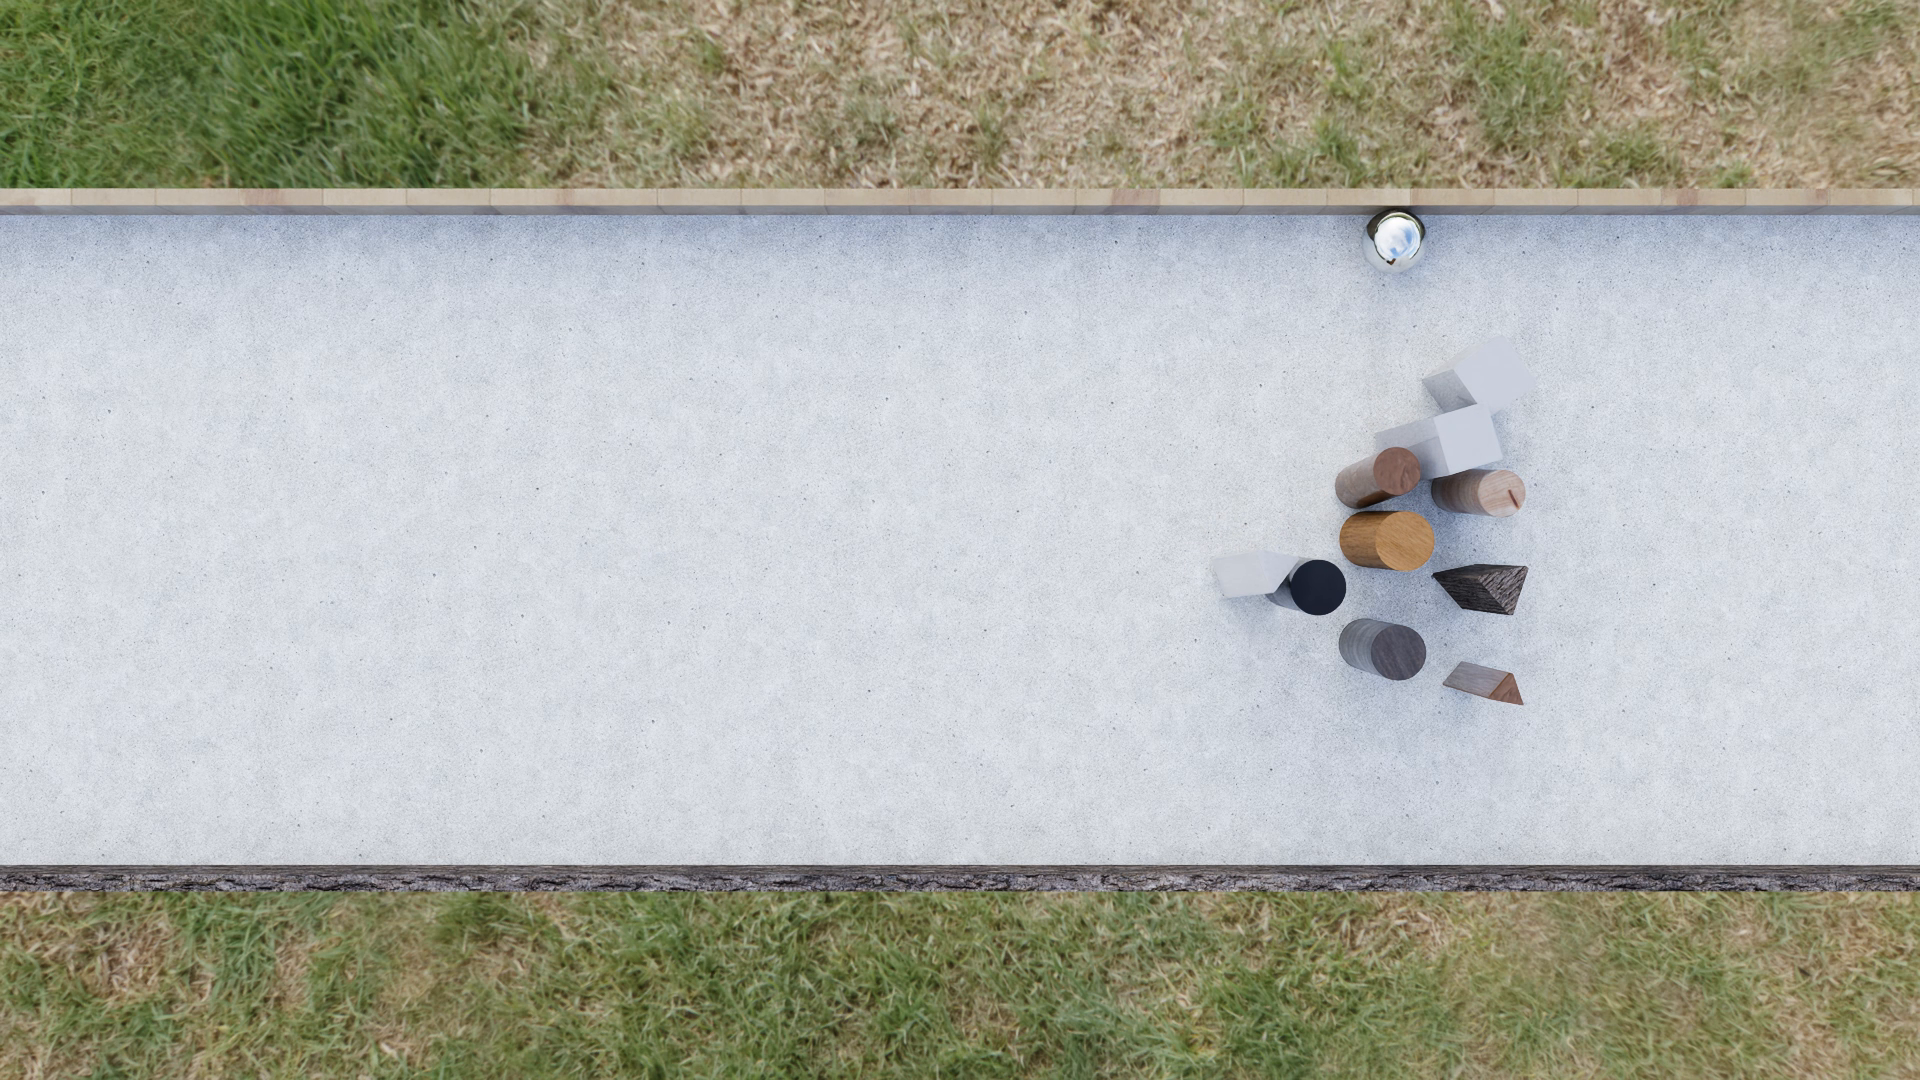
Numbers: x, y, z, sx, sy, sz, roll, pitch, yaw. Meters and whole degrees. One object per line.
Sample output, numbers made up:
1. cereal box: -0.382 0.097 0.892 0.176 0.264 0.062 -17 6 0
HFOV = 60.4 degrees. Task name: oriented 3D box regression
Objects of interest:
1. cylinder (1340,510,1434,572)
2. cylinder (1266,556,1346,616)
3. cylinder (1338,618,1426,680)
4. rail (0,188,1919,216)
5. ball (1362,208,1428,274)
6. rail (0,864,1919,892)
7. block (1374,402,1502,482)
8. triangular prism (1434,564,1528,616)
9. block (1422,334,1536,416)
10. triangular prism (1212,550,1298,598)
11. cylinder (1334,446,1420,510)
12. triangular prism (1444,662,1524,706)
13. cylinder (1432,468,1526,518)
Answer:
1. cylinder: 1.262 0.000 4.894 0.173 0.354 0.173 0 91 -4
2. cylinder: 1.010 0.131 4.870 0.160 0.408 0.160 0 91 -1
3. cylinder: 1.244 0.320 4.878 0.158 0.398 0.158 0 90 0
4. rail: -2.247 -1.025 5.002 12.000 0.150 0.050 0 90 0
5. ball: 1.311 -0.901 4.979 0.195 0.195 0.195 0 90 0
6. rail: -2.247 1.025 5.001 12.000 0.150 0.050 0 90 0
7. block: 1.406 -0.279 4.868 0.171 0.391 0.171 -16 90 -11
8. triangular prism: 1.549 0.117 4.855 0.125 0.444 0.144 -42 90 0
9. block: 1.540 -0.471 4.911 0.174 0.331 0.174 -35 90 0
10. triangular prism: 0.883 0.084 4.891 0.113 0.355 0.130 -20 90 -13
11. cylinder: 1.233 -0.180 4.883 0.139 0.373 0.139 0 85 -4
12. triangular prism: 1.539 0.413 4.849 0.096 0.455 0.083 11 90 0
13. cylinder: 1.530 -0.143 4.883 0.136 0.374 0.136 0 93 -5
